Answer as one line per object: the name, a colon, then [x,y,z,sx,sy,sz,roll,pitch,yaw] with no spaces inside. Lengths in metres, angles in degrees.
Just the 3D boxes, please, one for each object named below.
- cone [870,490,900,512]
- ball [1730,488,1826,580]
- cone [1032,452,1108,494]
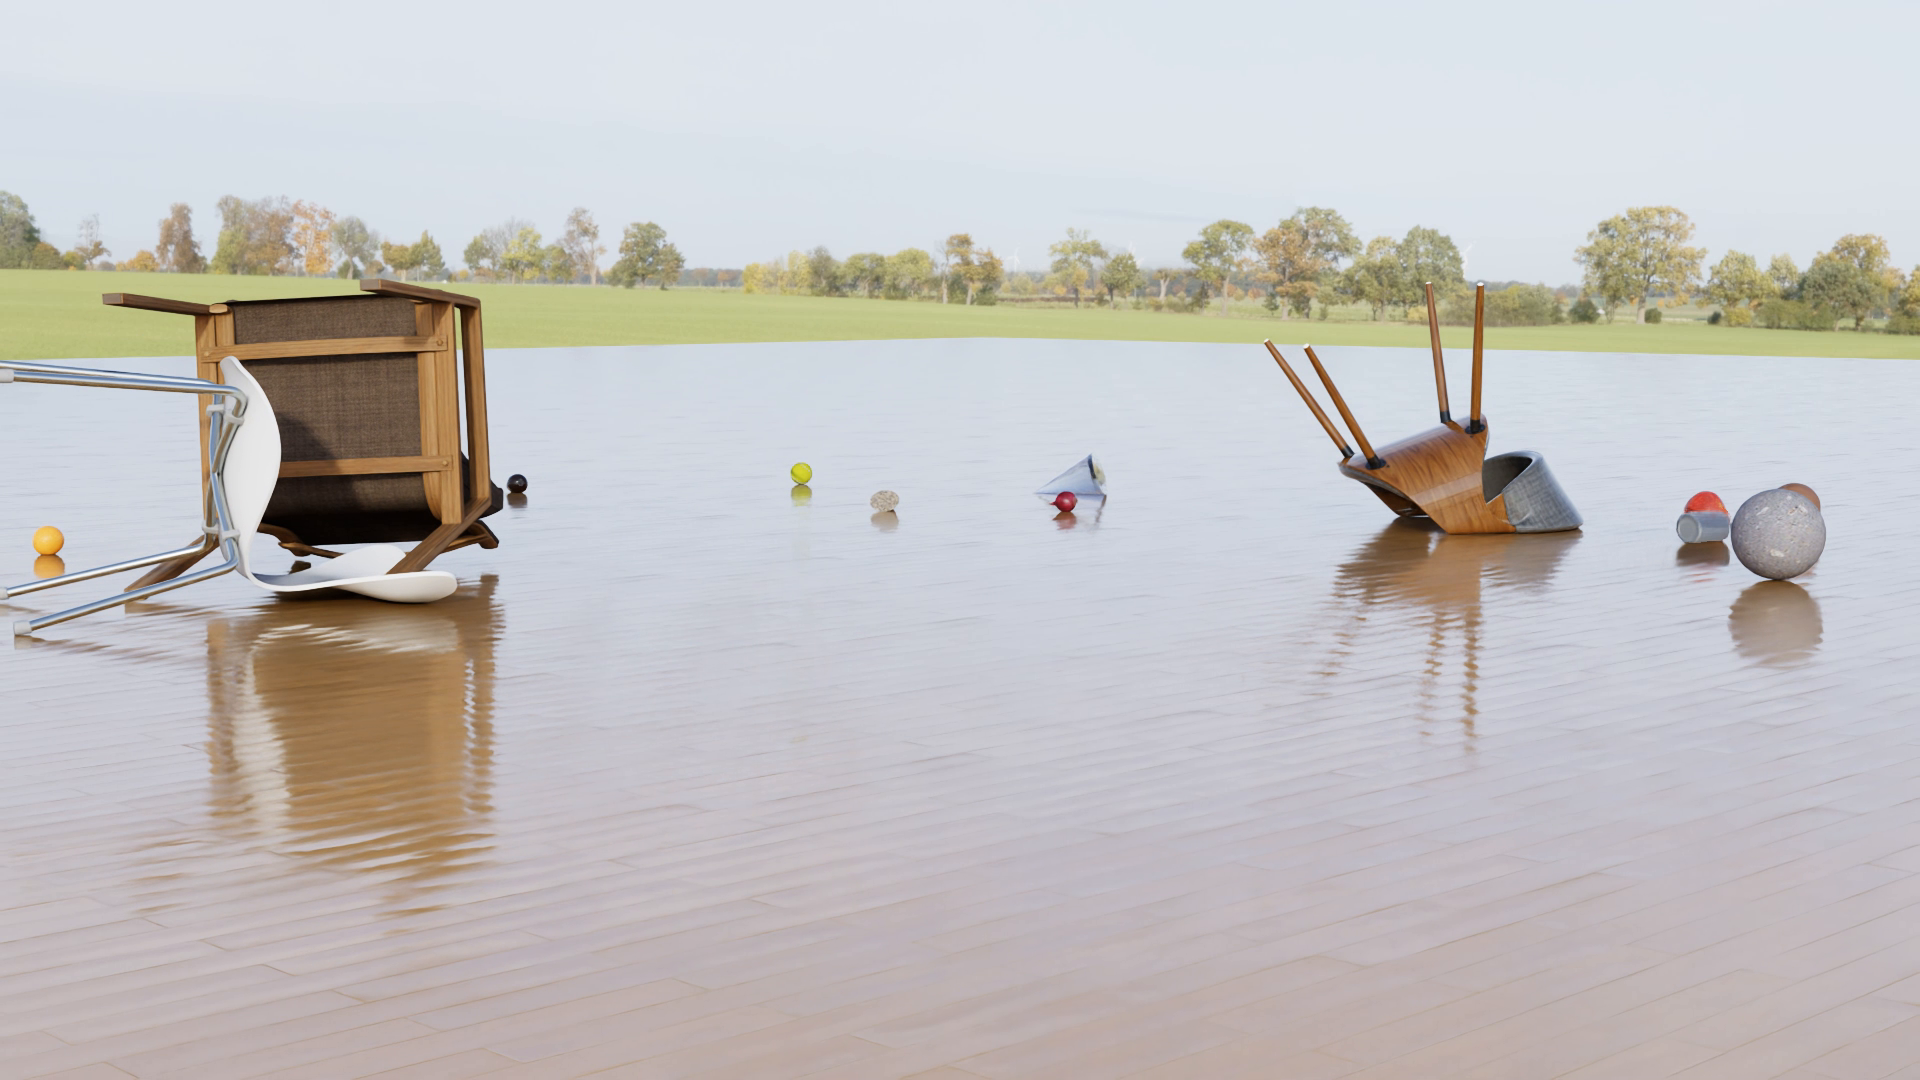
cone: [-0.201,-0.100,7.242,0.085,0.061,0.103,-5,-12,11]
ball: [1.774,-0.012,5.565,0.198,0.198,0.198,0,6,0]
cone: [0.321,-0.173,7.777,0.214,0.135,0.212,-17,5,11]
